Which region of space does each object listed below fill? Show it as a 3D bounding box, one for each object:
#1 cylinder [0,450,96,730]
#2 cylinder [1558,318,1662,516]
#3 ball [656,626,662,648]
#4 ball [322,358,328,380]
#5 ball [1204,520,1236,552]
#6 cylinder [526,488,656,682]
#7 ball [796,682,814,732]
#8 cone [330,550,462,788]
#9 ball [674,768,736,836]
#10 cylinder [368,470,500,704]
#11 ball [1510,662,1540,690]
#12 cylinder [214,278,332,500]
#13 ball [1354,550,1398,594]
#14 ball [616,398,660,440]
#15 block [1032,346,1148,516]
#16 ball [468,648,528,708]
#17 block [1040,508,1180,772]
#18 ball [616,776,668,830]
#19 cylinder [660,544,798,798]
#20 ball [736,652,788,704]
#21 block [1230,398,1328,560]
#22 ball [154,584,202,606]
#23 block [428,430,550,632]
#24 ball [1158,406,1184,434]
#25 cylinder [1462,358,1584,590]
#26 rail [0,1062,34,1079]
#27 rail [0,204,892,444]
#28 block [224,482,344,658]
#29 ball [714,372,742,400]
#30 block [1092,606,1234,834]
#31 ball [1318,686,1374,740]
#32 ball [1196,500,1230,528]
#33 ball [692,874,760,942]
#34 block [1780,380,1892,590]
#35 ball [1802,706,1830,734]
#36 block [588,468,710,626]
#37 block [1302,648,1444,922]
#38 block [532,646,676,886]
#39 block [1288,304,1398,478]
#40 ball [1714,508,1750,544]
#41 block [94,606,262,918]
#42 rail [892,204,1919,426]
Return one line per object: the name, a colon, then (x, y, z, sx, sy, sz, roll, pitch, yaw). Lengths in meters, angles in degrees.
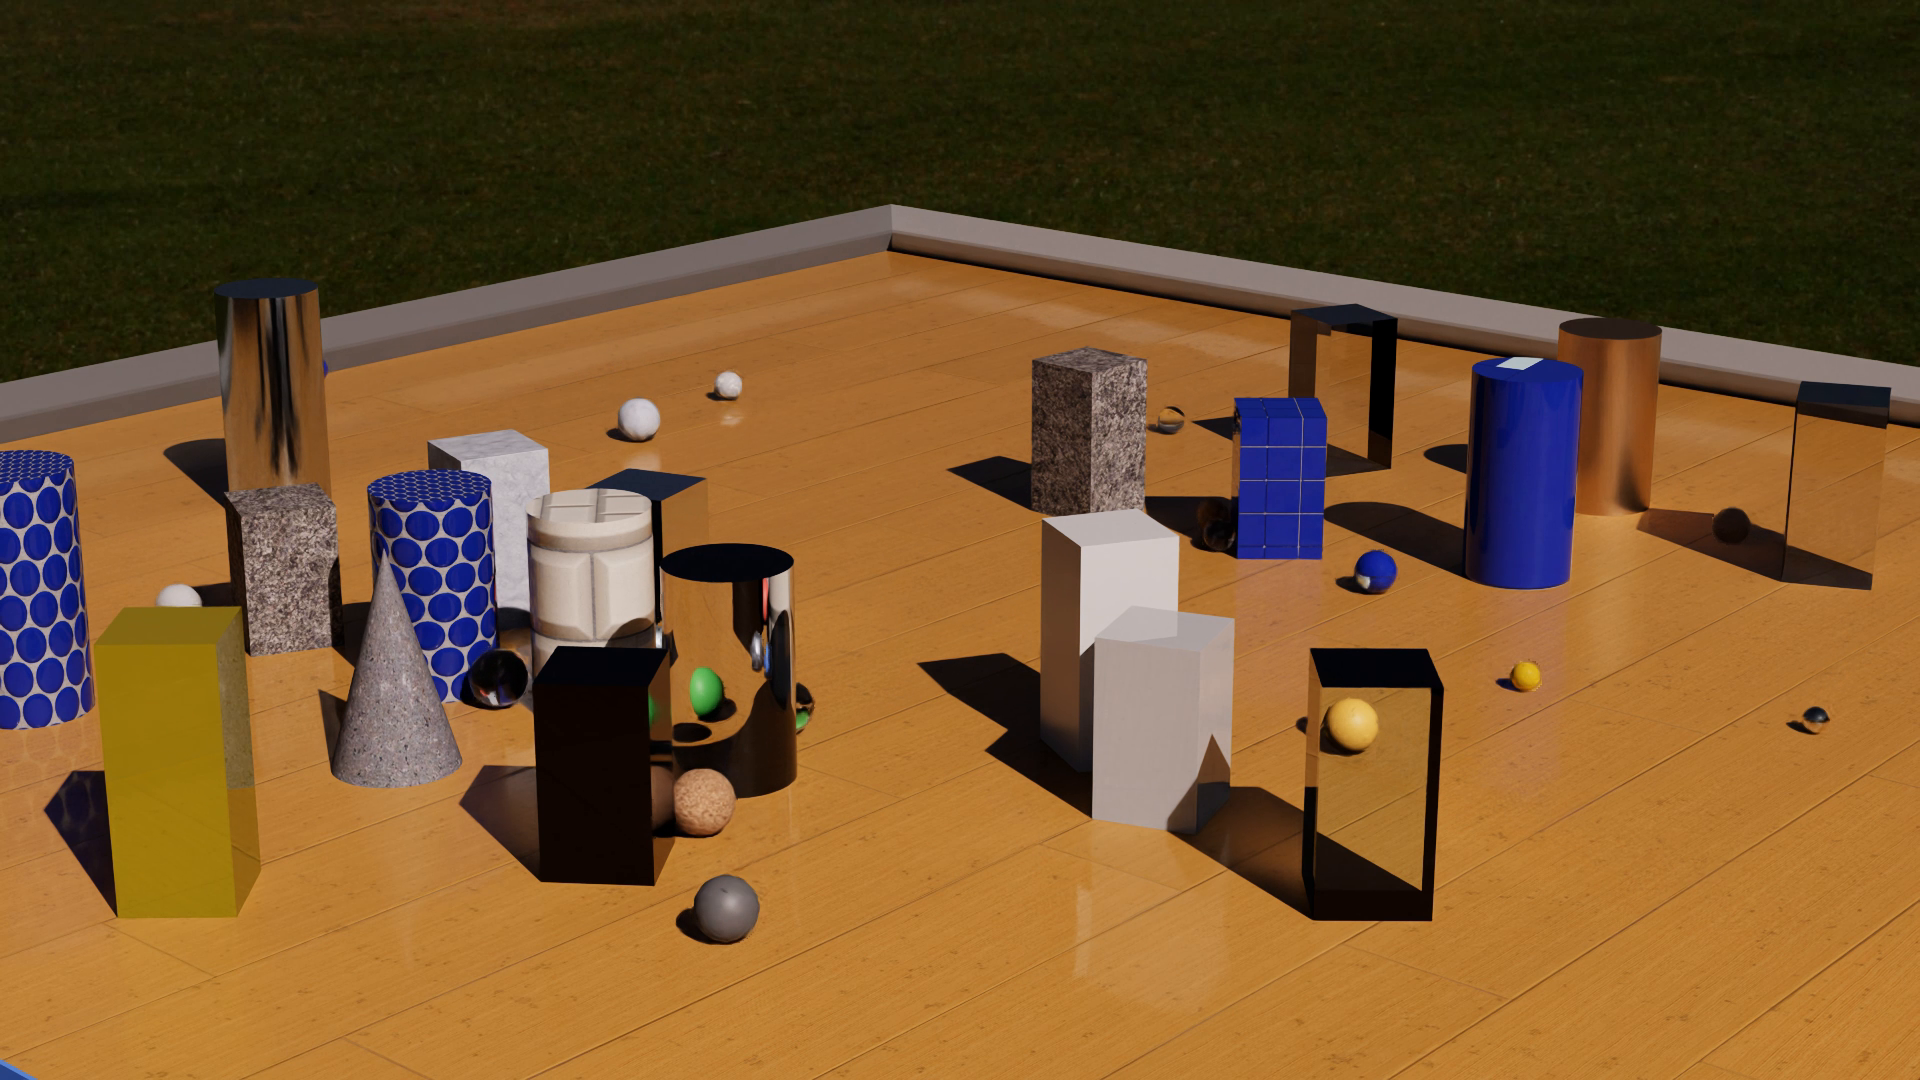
cylinder: (-1.449, 0.075, 4.519, 0.193, 0.391, 0.193, 0, 17, 0)
cylinder: (1.240, -0.238, 5.637, 0.193, 0.345, 0.193, 0, 17, 0)
ball: (-0.498, 0.171, 4.765, 0.065, 0.065, 0.065, 0, 17, 0)
ball: (-1.457, -0.383, 6.583, 0.074, 0.074, 0.074, 0, 17, 0)
ball: (0.475, -0.009, 5.372, 0.059, 0.059, 0.059, 0, 17, 0)
cylinder: (-0.568, 0.104, 4.532, 0.193, 0.328, 0.193, 0, 17, 0)
ball: (-0.262, 0.254, 4.461, 0.081, 0.081, 0.081, 0, 17, 0)
cone: (-0.834, 0.171, 4.295, 0.193, 0.336, 0.193, 0, 17, 0)
ball: (-0.359, 0.364, 4.076, 0.094, 0.094, 0.094, 0, 17, 0)
cylinder: (-0.831, 0.072, 4.639, 0.193, 0.328, 0.193, 0, 17, 0)
ball: (0.896, 0.216, 4.649, 0.047, 0.047, 0.047, 0, 17, 0)
cylinder: (-1.307, -0.268, 5.585, 0.193, 0.432, 0.193, 0, 17, 0)
ball: (0.728, 0.056, 5.131, 0.075, 0.075, 0.075, 0, 17, 0)
ball: (-0.671, -0.253, 6.124, 0.091, 0.091, 0.091, 0, 17, 0)
block: (0.245, -0.199, 5.589, 0.154, 0.298, 0.154, 16, 23, 43)
ball: (-0.720, 0.215, 4.573, 0.092, 0.092, 0.092, 0, 17, 0)
block: (0.220, 0.147, 4.355, 0.154, 0.347, 0.154, -6, 18, -19)
ball: (-0.444, 0.368, 4.094, 0.075, 0.075, 0.075, 0, 17, 0)
cylinder: (-0.335, 0.188, 4.256, 0.193, 0.326, 0.193, 0, 17, 0)
ball: (-0.309, 0.217, 4.584, 0.082, 0.082, 0.082, 0, 17, 0)
block: (0.581, -0.114, 5.364, 0.154, 0.264, 0.154, 0, 17, 0)
ball: (-1.317, 0.112, 4.940, 0.078, 0.078, 0.078, 0, 17, 0)
block: (-0.793, -0.014, 4.963, 0.154, 0.305, 0.154, -10, 19, -29)
ball: (0.445, -0.254, 6.186, 0.058, 0.058, 0.058, 0, 17, 0)
cylinder: (0.994, -0.118, 5.188, 0.193, 0.375, 0.193, 0, 17, 0)
rail: (-1.437, 0.510, 3.536, 4.350, 0.125, 0.045, 14, 22, 39)
rail: (-1.625, -0.376, 6.471, 0.045, 0.125, 4.431, 14, 22, 39)
block: (-1.122, 0.048, 4.869, 0.154, 0.241, 0.154, -7, 18, -22)
ball: (-0.511, -0.340, 6.458, 0.064, 0.064, 0.064, 0, 17, 0)
block: (0.287, 0.252, 4.140, 0.154, 0.271, 0.154, 7, 18, 22)
ball: (0.585, 0.262, 4.433, 0.083, 0.083, 0.083, 0, 17, 0)
ball: (0.474, -0.045, 5.486, 0.062, 0.062, 0.062, 0, 17, 0)
ball: (-0.298, 0.470, 3.740, 0.085, 0.085, 0.085, 0, 17, 0)
block: (1.552, -0.098, 5.195, 0.154, 0.331, 0.154, 6, 18, 18)
ball: (1.303, 0.274, 4.466, 0.040, 0.040, 0.040, 0, 17, 0)
block: (-0.527, 0.025, 4.931, 0.154, 0.248, 0.154, 8, 18, 24)
block: (0.537, 0.319, 3.833, 0.154, 0.321, 0.154, 0, 17, 1)
block: (-0.478, 0.303, 3.952, 0.154, 0.282, 0.154, 1, 17, 5)
block: (0.768, -0.303, 5.910, 0.154, 0.311, 0.154, -8, 18, -24)
ball: (1.426, -0.027, 5.419, 0.067, 0.067, 0.067, 0, 17, 0)
block: (-1.020, 0.290, 3.834, 0.154, 0.376, 0.154, 0, 17, -1)
rail: (1.437, -0.447, 6.705, 4.350, 0.125, 0.045, 14, 22, 39)
